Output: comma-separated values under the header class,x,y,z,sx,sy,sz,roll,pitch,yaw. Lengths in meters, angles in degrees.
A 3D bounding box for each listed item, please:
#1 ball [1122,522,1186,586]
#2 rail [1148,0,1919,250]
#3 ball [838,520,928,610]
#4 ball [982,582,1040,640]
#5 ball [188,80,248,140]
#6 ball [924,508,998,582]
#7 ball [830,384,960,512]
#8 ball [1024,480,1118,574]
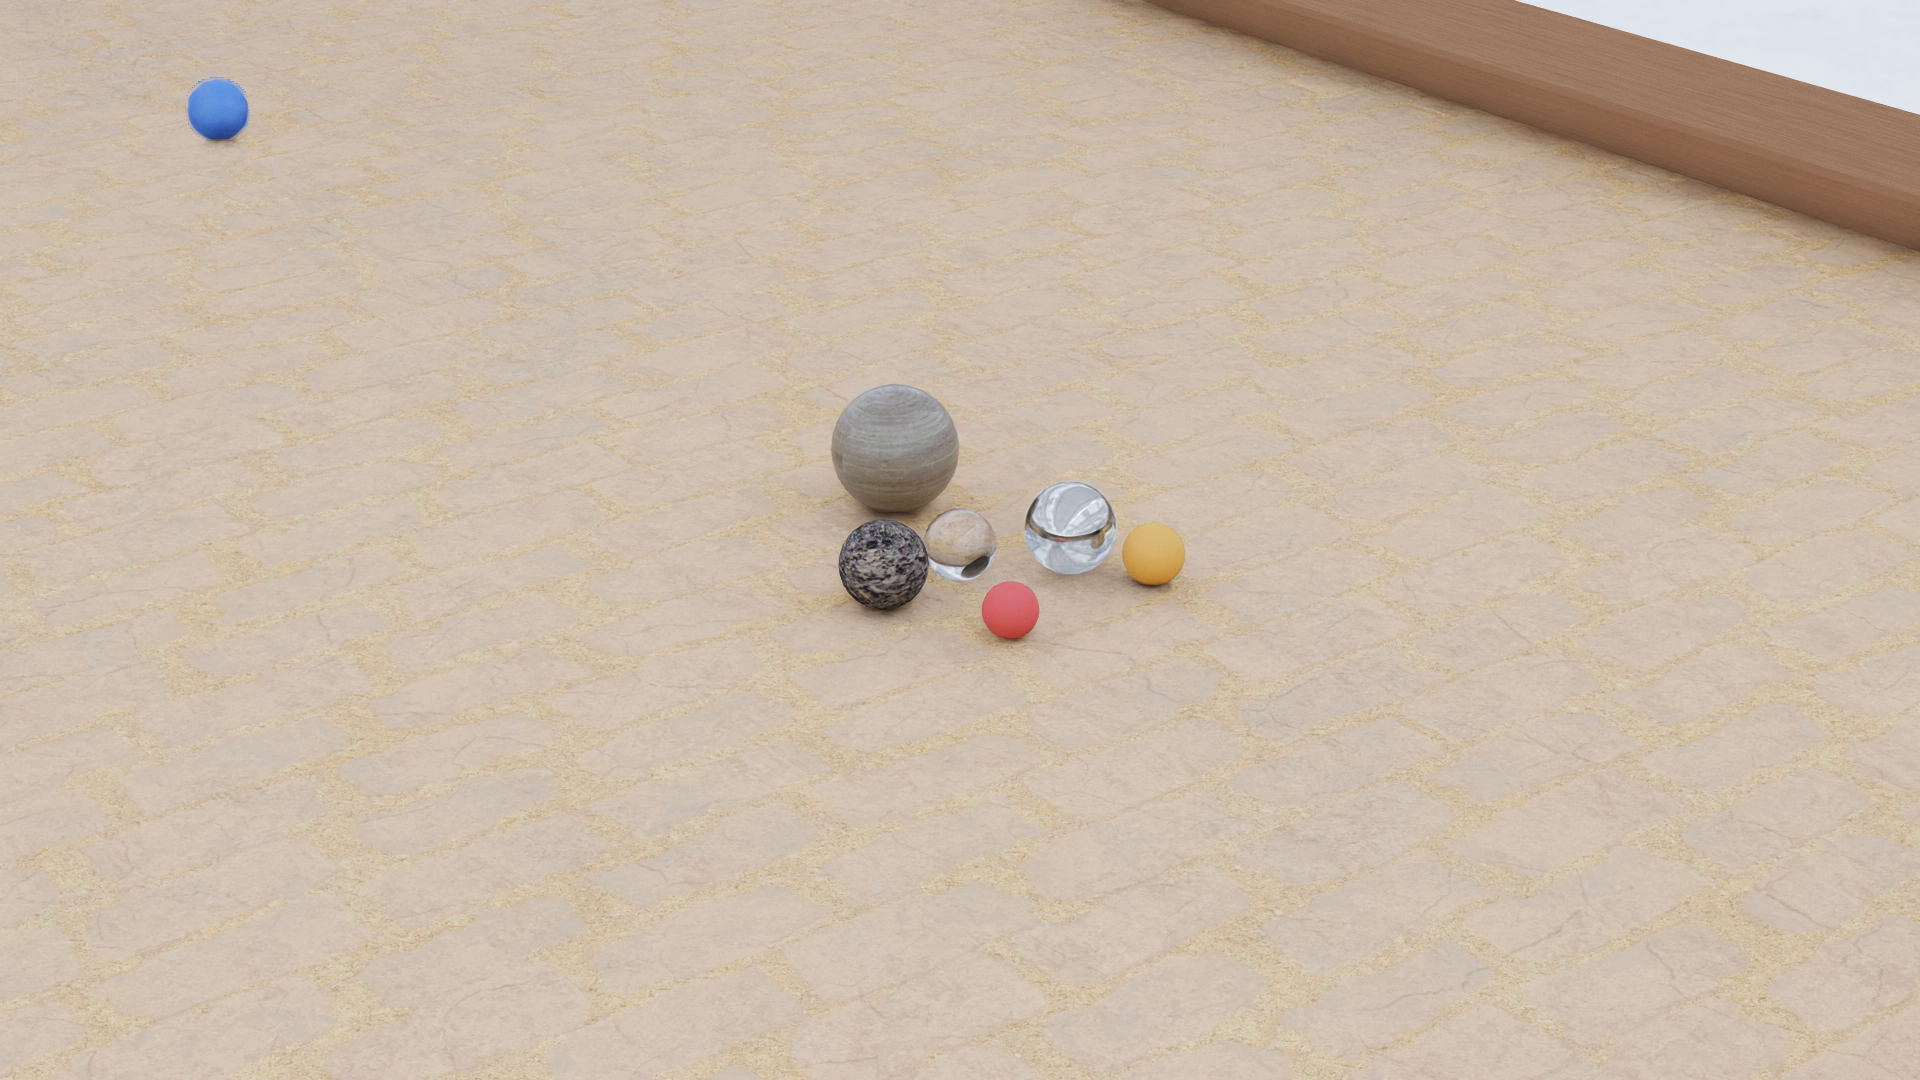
class,x,y,z,sx,sy,sz,roll,pitch,yaw
ball,0.141,0.010,2.143,0.046,0.046,0.046,0,25,0
rail,0.323,-0.656,3.461,0.045,0.128,3.940,-18,30,-33
ball,-0.055,0.018,2.105,0.065,0.065,0.065,0,25,0
ball,0.036,0.049,2.066,0.041,0.041,0.041,0,25,0
ball,-0.785,-0.455,3.113,0.063,0.063,0.063,0,25,0
ball,0.000,0.004,2.148,0.054,0.054,0.054,0,25,0
ball,-0.050,-0.070,2.252,0.099,0.099,0.099,0,25,0
ball,0.081,-0.009,2.157,0.069,0.069,0.069,0,25,0
